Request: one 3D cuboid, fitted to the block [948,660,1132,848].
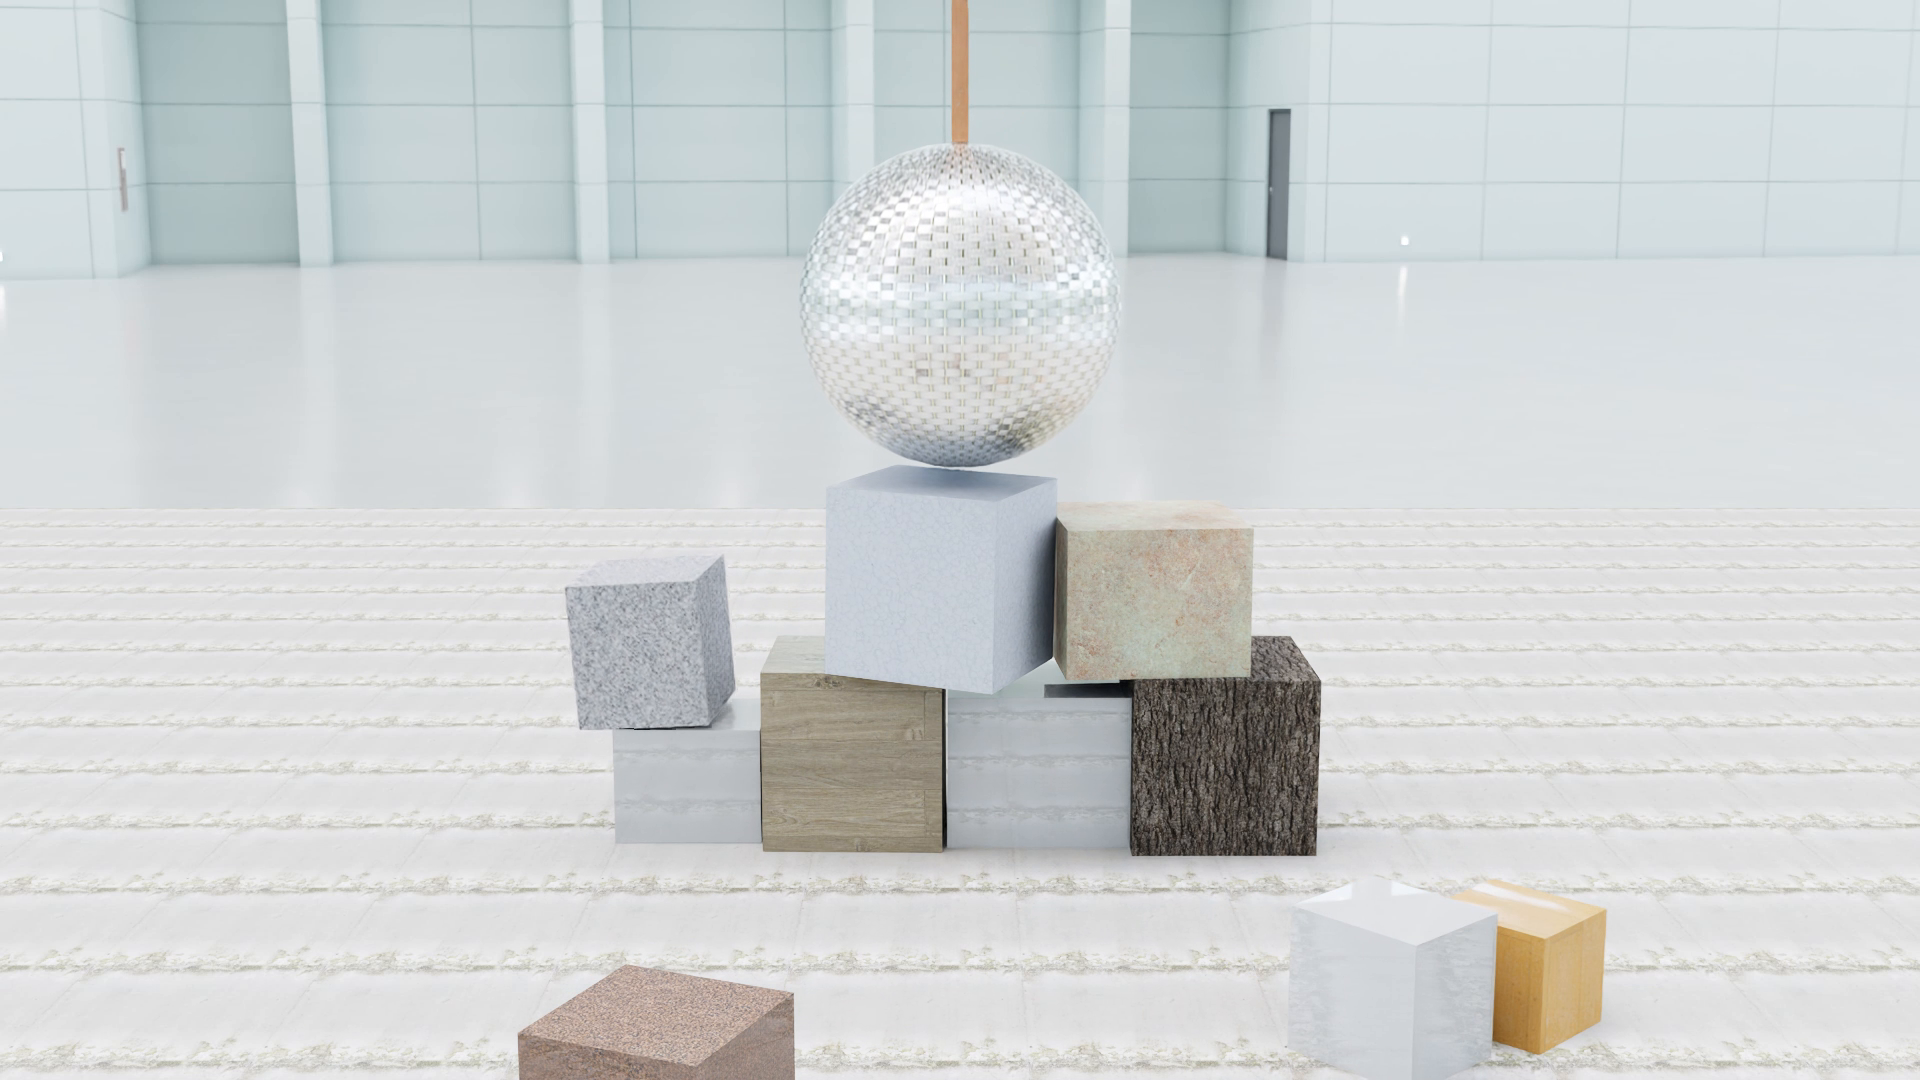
[{"bbox_3d":[0.393,1.095,11.376,0.916,0.775,0.792,0,10,0],"label":"block"}]

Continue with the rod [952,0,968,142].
[{"bbox_3d":[0.000,-4.511,10.323,0.080,5.200,0.080,0,9,0],"label":"rod"}]

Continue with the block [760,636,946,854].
[{"bbox_3d":[-0.528,1.034,11.311,0.896,0.919,0.833,0,10,1],"label":"block"}]

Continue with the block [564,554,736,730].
[{"bbox_3d":[-1.578,0.515,11.296,0.664,0.738,0.710,-3,10,6],"label":"block"}]

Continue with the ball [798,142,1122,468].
[{"bbox_3d":[0.000,-1.158,10.883,1.600,1.600,1.600,0,10,0],"label":"ball"}]

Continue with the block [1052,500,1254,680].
[{"bbox_3d":[0.940,0.239,11.179,0.915,0.745,0.868,-1,10,-5],"label":"block"}]

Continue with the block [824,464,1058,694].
[{"bbox_3d":[-0.087,0.172,10.900,0.887,0.928,0.819,6,11,22],"label":"block"}]

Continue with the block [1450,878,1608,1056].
[{"bbox_3d":[2.235,1.706,8.850,0.520,0.476,0.475,10,14,44],"label":"block"}]

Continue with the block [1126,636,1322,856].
[{"bbox_3d":[1.311,1.041,11.343,0.917,0.892,1.004,0,10,0],"label":"block"}]

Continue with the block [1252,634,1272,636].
[{"bbox_3d":[1.725,0.839,13.797,0.492,0.414,0.451,0,10,1],"label":"block"}]

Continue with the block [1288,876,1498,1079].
[{"bbox_3d":[1.672,1.710,8.521,0.519,0.587,0.588,-9,14,-41],"label":"block"}]

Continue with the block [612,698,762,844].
[{"bbox_3d":[-1.371,1.187,11.380,0.739,0.592,0.634,0,10,0],"label":"block"}]

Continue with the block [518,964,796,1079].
[{"bbox_3d":[-1.017,1.891,7.478,0.676,0.603,0.672,4,11,23],"label":"block"}]
